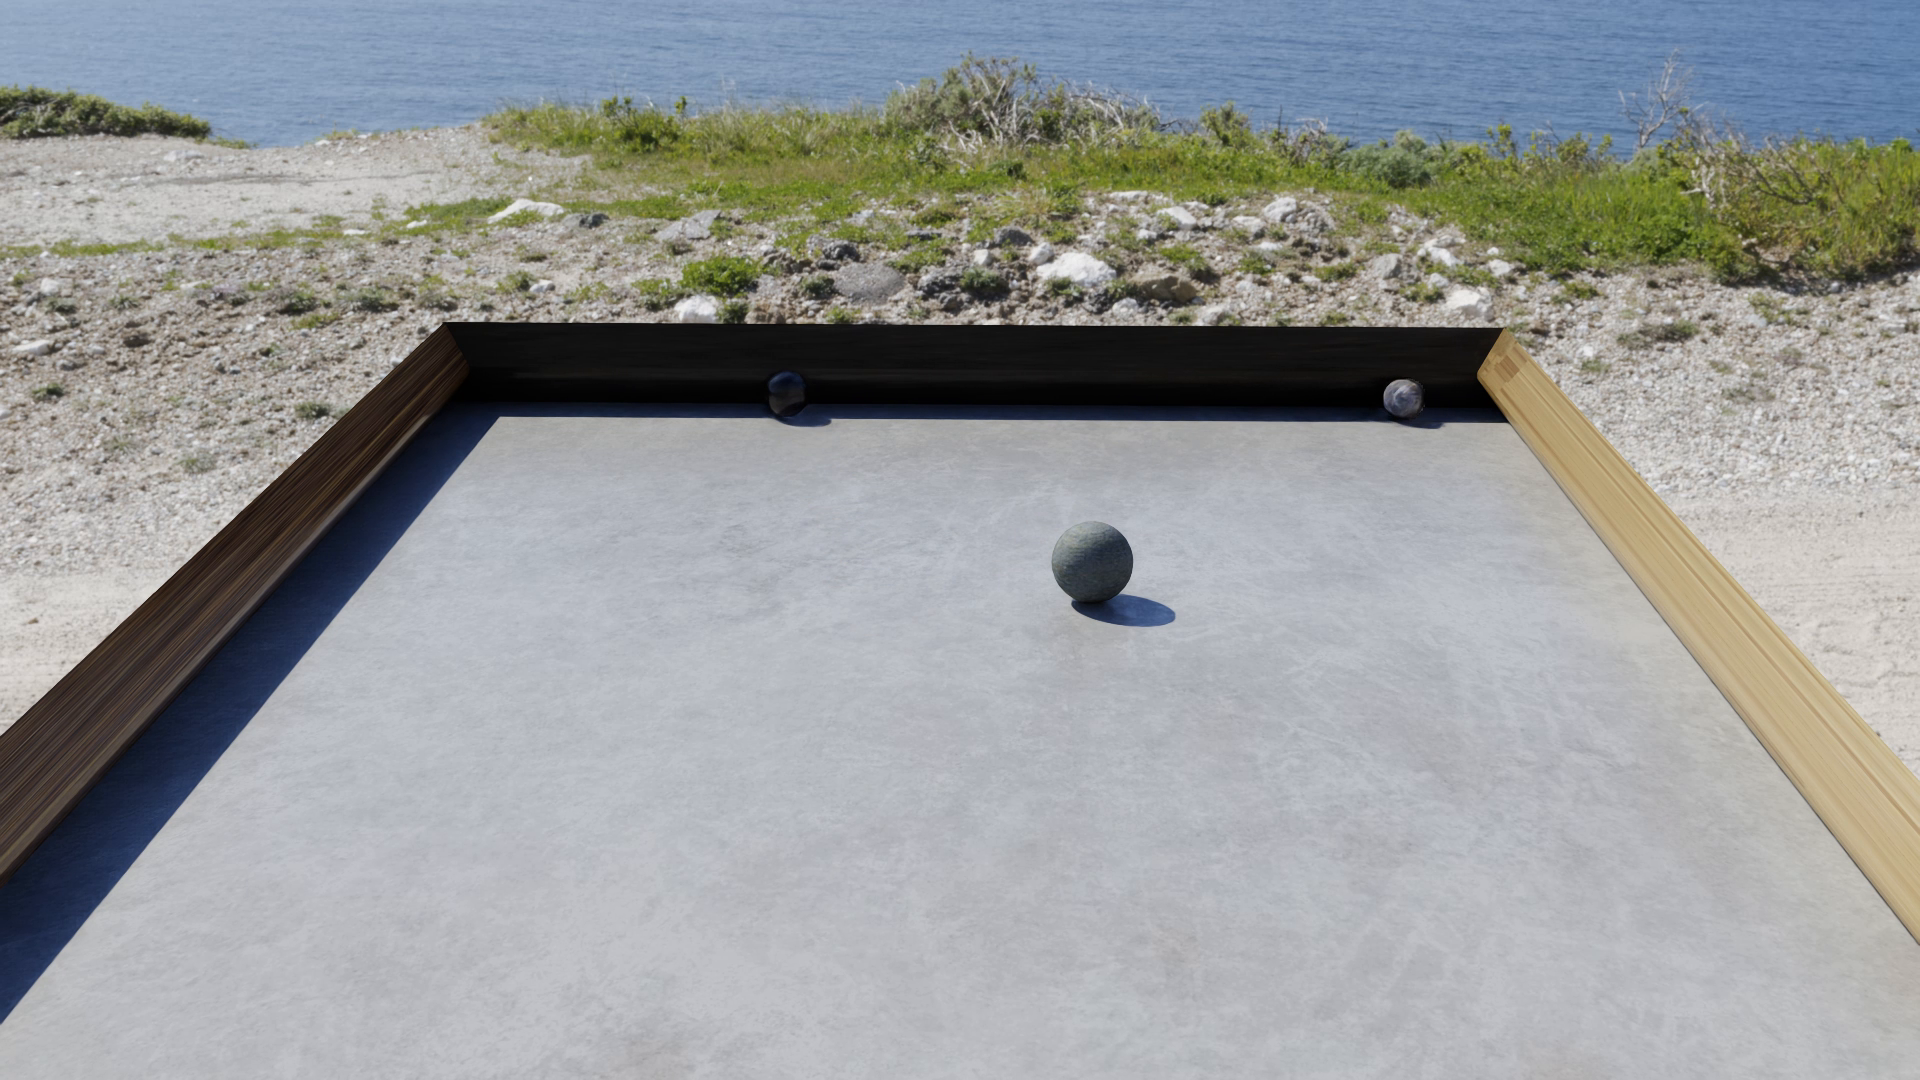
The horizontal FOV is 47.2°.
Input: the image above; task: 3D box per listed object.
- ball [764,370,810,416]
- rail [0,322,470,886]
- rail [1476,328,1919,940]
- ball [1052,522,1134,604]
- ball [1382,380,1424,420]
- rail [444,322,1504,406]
[{"bbox_3d":[-0.248,-0.209,3.137,0.066,0.066,0.066,0,19,0],"label":"ball"},{"bbox_3d":[-0.759,0.210,1.823,0.045,0.117,2.920,0,19,1],"label":"rail"},{"bbox_3d":[0.726,0.221,1.791,0.045,0.117,2.920,0,19,1],"label":"rail"},{"bbox_3d":[0.145,0.024,2.415,0.090,0.090,0.090,0,19,0],"label":"ball"},{"bbox_3d":[0.629,-0.200,3.123,0.058,0.058,0.058,0,19,0],"label":"ball"},{"bbox_3d":[0.016,-0.247,3.167,1.532,0.117,0.045,0,19,1],"label":"rail"}]
